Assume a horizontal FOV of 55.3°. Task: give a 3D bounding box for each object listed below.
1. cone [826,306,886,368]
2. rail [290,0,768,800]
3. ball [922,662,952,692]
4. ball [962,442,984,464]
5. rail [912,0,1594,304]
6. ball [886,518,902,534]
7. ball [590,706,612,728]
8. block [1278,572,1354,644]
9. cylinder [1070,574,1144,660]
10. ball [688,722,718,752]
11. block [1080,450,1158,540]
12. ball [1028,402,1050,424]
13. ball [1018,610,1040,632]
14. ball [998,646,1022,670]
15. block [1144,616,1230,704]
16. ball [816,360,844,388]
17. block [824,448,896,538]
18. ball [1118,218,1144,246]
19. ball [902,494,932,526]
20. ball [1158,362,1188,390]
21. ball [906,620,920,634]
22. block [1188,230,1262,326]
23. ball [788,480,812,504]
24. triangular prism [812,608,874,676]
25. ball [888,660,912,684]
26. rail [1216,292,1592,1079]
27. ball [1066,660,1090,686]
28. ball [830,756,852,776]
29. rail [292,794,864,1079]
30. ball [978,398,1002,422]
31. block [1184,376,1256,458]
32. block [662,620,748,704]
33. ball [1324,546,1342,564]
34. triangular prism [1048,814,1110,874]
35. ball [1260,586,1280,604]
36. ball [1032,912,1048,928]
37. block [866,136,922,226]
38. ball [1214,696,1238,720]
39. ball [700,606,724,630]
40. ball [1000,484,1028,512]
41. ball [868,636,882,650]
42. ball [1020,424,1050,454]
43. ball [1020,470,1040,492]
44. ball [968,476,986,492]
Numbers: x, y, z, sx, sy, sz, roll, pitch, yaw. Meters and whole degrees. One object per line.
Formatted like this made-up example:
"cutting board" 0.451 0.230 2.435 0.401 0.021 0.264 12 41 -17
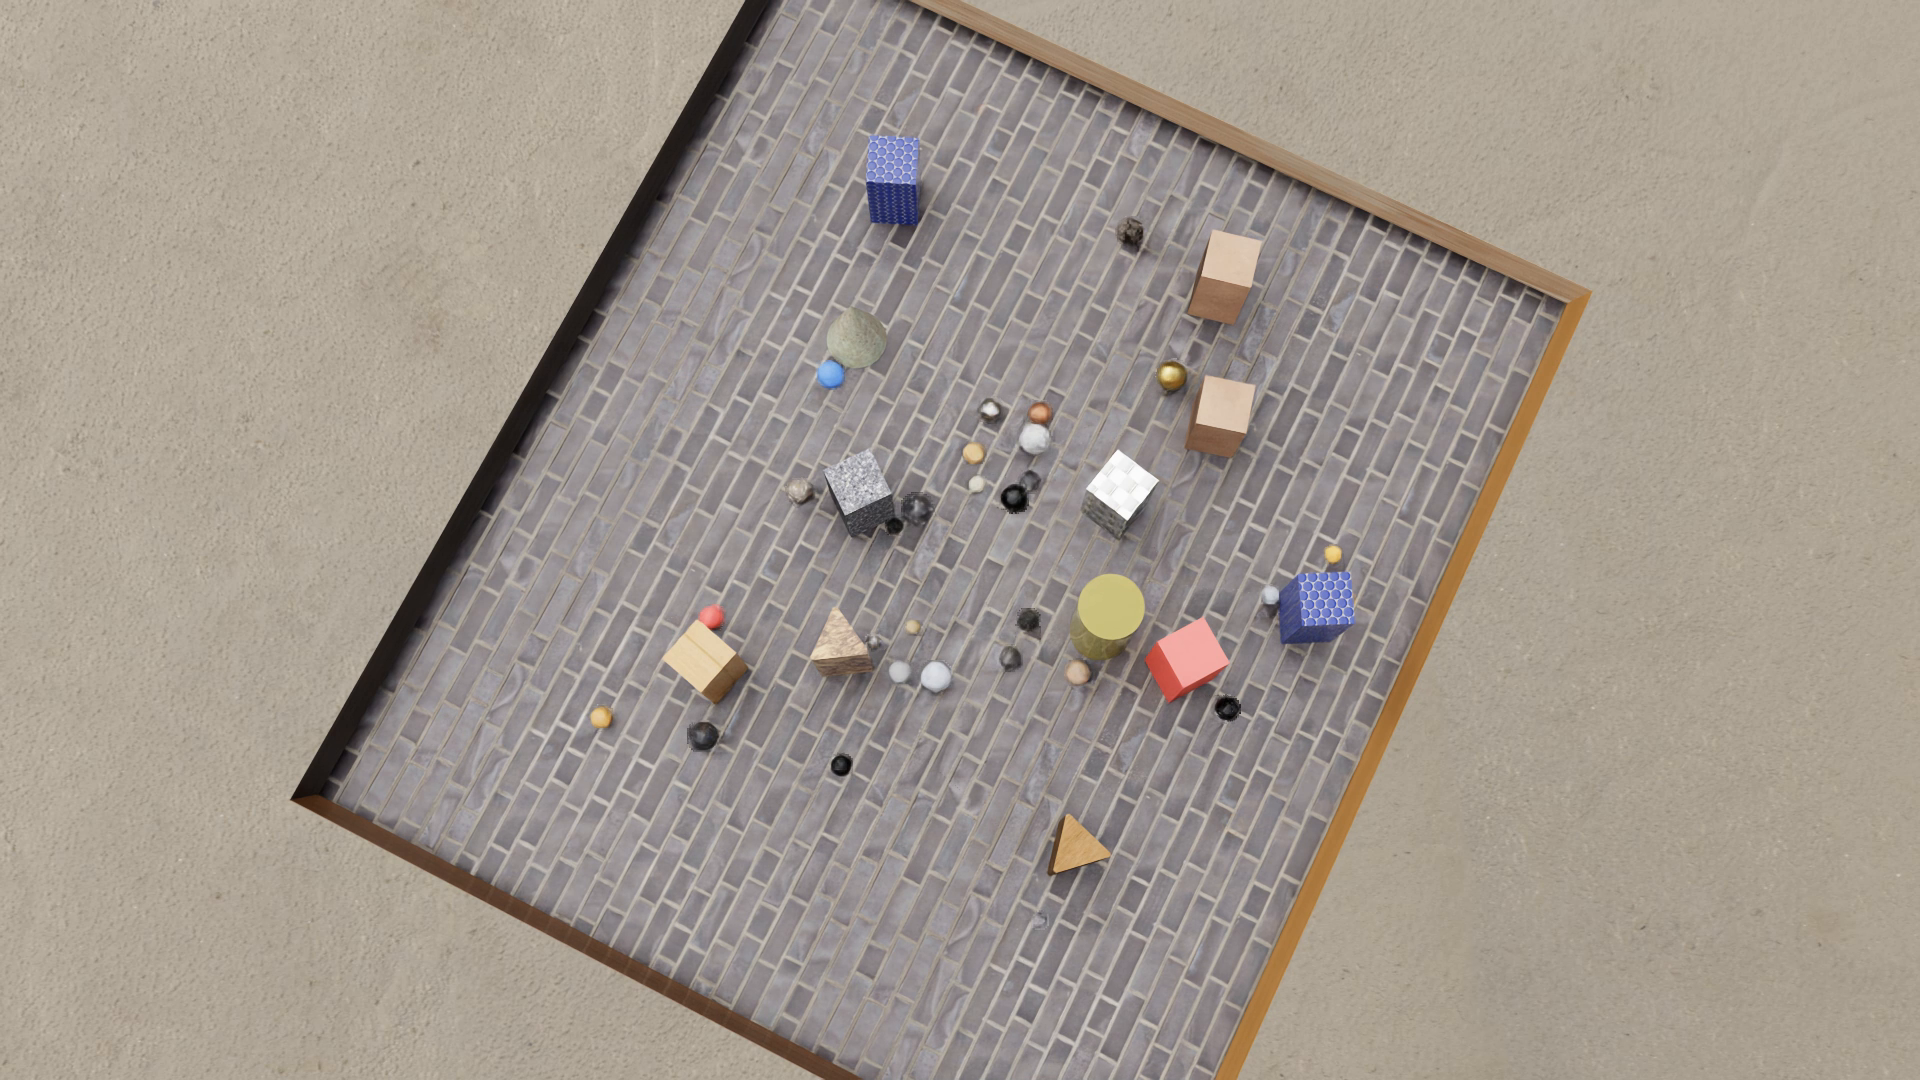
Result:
"cone" -0.324 -0.662 5.590 0.188 0.319 0.188 0 78 0
"rail" -1.229 -0.595 5.676 0.045 0.122 3.141 26 80 5
"ball" -0.071 0.409 5.486 0.090 0.090 0.090 0 78 0
"ball" 0.042 -0.267 5.638 0.066 0.066 0.066 0 78 0
"rail" 0.692 -1.348 5.832 2.796 0.122 0.045 26 80 5
"ball" -0.200 -0.041 5.599 0.051 0.051 0.051 0 78 0
"ball" -1.072 0.531 5.473 0.066 0.066 0.066 0 78 0
"block" 1.044 0.203 5.395 0.150 0.352 0.150 -3 78 -1
"cylinder" 0.425 0.230 5.353 0.188 0.422 0.188 0 78 0
"ball" -0.763 0.584 5.451 0.087 0.087 0.087 0 78 0
"block" 0.474 -0.131 5.490 0.150 0.300 0.150 38 81 7
"ball" 0.245 -0.391 5.661 0.072 0.072 0.072 0 78 0
"ball" 0.206 0.244 5.532 0.066 0.066 0.066 0 78 0
"ball" 0.151 0.356 5.508 0.069 0.069 0.069 0 78 0
"block" 0.659 0.355 5.353 0.150 0.373 0.150 -28 80 -5
"ball" -0.402 -0.513 5.679 0.085 0.085 0.085 0 78 0
"block" -0.298 -0.137 5.482 0.150 0.319 0.150 -25 79 -5
"ball" 0.537 -0.971 5.775 0.083 0.083 0.083 0 78 0
"ball" -0.130 -0.091 5.587 0.094 0.094 0.094 0 78 0
"ball" 0.658 -0.509 5.676 0.090 0.090 0.090 0 78 0
"ball" -0.141 0.262 5.539 0.045 0.045 0.045 0 78 0
"block" 0.805 -0.799 5.604 0.150 0.348 0.150 14 79 3
"ball" -0.489 -0.148 5.608 0.077 0.077 0.077 0 78 0
"triangular prism" -0.347 0.296 5.367 0.163 0.368 0.141 -6 78 -1
"ball" -0.180 0.397 5.499 0.069 0.069 0.069 0 78 0
"rail" 1.229 0.608 5.427 0.045 0.122 3.141 26 80 5
"ball" 0.354 0.400 5.496 0.075 0.075 0.075 0 78 0
"ball" -0.353 0.671 5.446 0.063 0.063 0.063 0 78 0
"rail" -0.692 1.361 5.272 2.796 0.122 0.045 26 80 5
"ball" 0.093 -0.401 5.661 0.075 0.075 0.075 0 78 0
"block" 0.783 -0.371 5.543 0.150 0.293 0.150 12 79 2
"block" -0.744 0.362 5.379 0.150 0.319 0.150 40 81 8
"ball" 1.137 0.046 5.581 0.051 0.051 0.051 0 78 0
"triangular prism" 0.318 0.863 5.248 0.163 0.372 0.141 -16 79 -3
"ball" 0.937 0.167 5.540 0.058 0.058 0.058 0 78 0
"ball" 0.233 1.114 5.364 0.044 0.044 0.044 0 78 0
"block" -0.204 -1.111 5.678 0.150 0.329 0.150 4 78 1
"ball" 0.797 0.504 5.476 0.071 0.071 0.071 0 78 0
"ball" -0.751 0.234 5.531 0.073 0.073 0.073 0 78 0
"ball" 0.166 -0.128 5.600 0.083 0.083 0.083 0 78 0
"ball" -0.259 0.309 5.530 0.043 0.043 0.043 0 78 0
"ball" 0.231 -0.310 5.633 0.093 0.093 0.093 0 78 0
"ball" 0.214 -0.180 5.621 0.065 0.065 0.065 0 78 0
"ball" 0.051 -0.170 5.625 0.052 0.052 0.052 0 78 0
